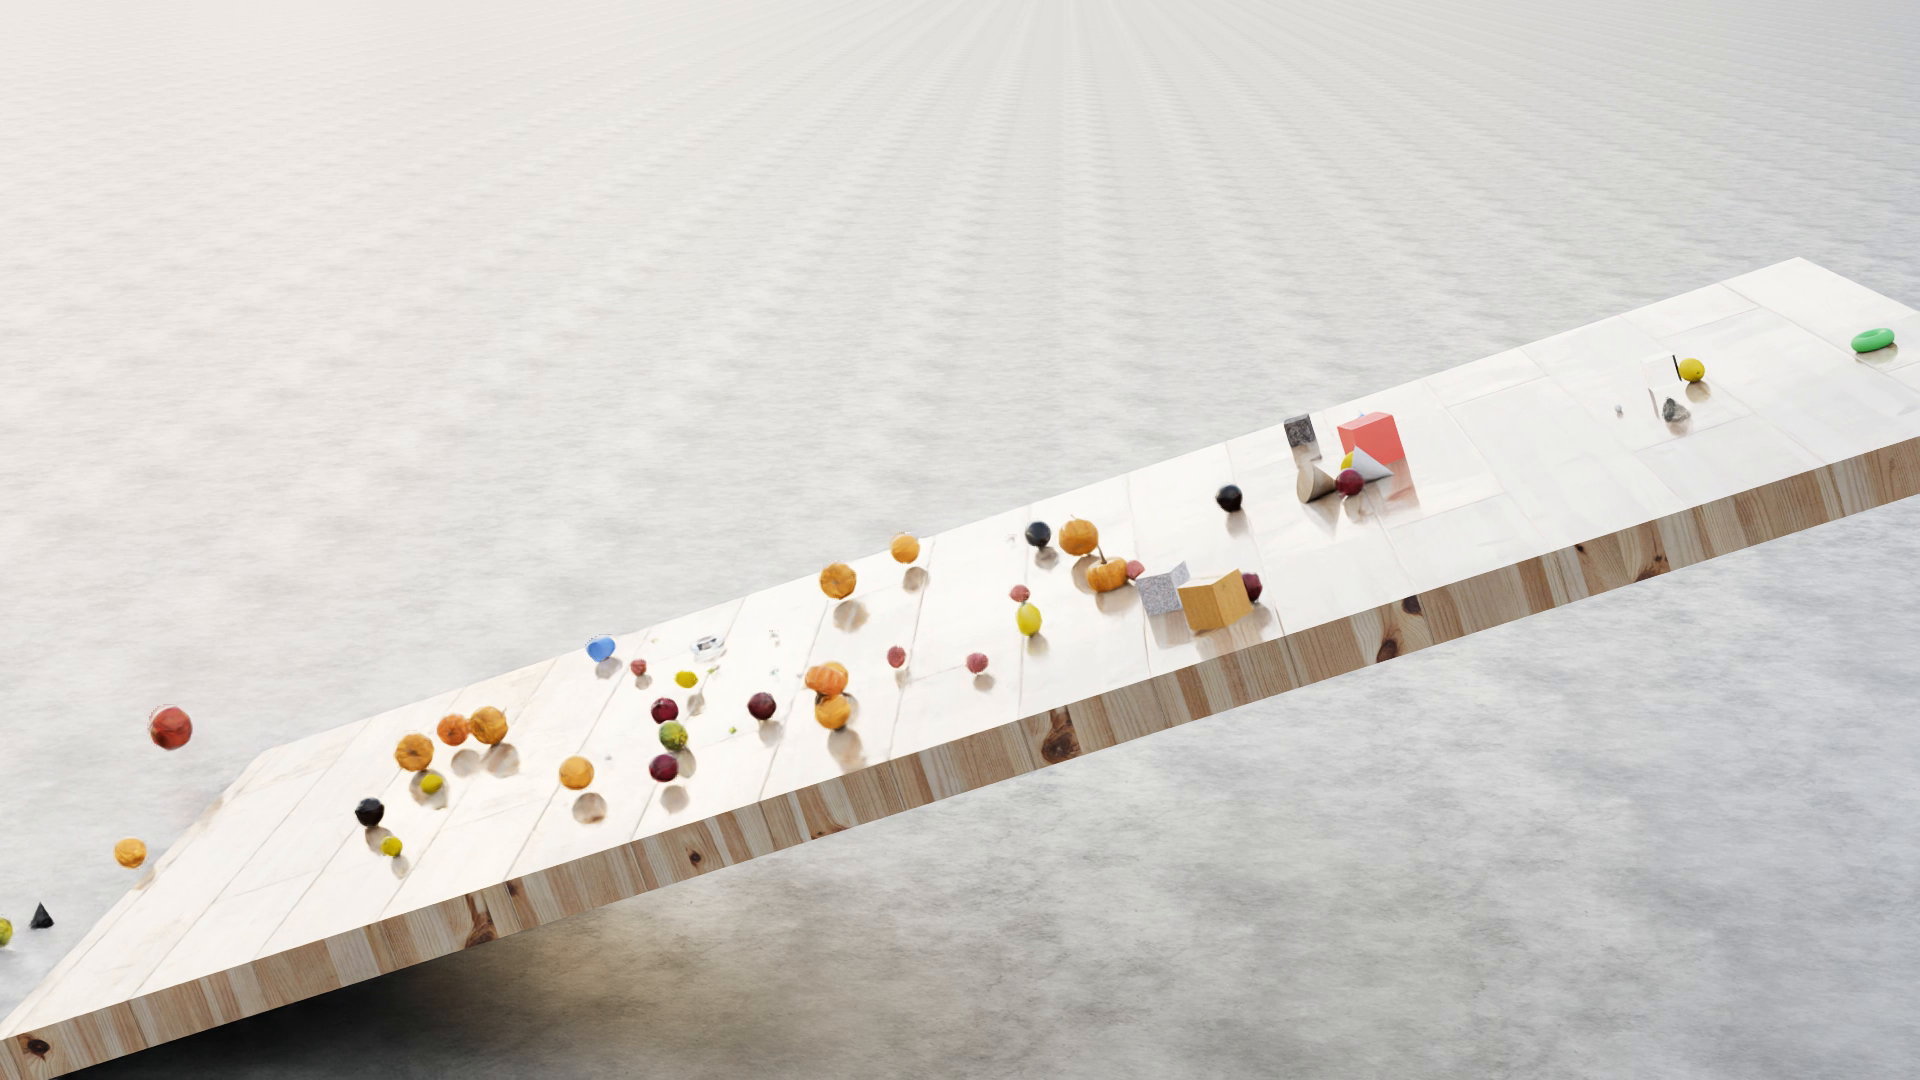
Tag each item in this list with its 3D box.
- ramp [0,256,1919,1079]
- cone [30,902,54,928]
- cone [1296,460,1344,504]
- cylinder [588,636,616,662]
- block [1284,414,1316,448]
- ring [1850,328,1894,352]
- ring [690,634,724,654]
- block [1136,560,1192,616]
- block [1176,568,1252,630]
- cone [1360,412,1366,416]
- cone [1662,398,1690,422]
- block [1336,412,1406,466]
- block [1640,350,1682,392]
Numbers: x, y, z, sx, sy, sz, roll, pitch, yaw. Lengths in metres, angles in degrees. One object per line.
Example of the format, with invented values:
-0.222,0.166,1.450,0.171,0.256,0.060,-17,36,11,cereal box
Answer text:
0.105,0.181,6.306,4.000,0.100,2.000,-18,11,6,ramp
-2.020,0.820,6.464,0.054,0.054,0.054,0,12,0,cone
0.778,-0.119,6.274,0.092,0.092,0.092,6,10,-16,cone
-0.873,0.264,7.157,0.051,0.051,0.051,6,19,25,cylinder
0.795,-0.257,6.892,0.058,0.058,0.058,-16,11,14,block
1.834,-0.402,5.911,0.087,0.029,0.087,-18,12,4,ring
-0.589,0.243,6.846,0.083,0.028,0.083,-18,12,4,ring
0.403,0.093,5.756,0.077,0.077,0.077,-12,13,32,block
0.477,0.111,5.512,0.087,0.087,0.087,-8,15,46,block
0.939,-0.246,6.652,0.078,0.078,0.078,11,13,6,cone
1.440,-0.258,5.881,0.050,0.050,0.050,6,10,-15,cone
0.894,-0.214,6.400,0.098,0.098,0.098,-21,11,-10,block
1.478,-0.356,6.201,0.064,0.064,0.064,-18,11,6,block
